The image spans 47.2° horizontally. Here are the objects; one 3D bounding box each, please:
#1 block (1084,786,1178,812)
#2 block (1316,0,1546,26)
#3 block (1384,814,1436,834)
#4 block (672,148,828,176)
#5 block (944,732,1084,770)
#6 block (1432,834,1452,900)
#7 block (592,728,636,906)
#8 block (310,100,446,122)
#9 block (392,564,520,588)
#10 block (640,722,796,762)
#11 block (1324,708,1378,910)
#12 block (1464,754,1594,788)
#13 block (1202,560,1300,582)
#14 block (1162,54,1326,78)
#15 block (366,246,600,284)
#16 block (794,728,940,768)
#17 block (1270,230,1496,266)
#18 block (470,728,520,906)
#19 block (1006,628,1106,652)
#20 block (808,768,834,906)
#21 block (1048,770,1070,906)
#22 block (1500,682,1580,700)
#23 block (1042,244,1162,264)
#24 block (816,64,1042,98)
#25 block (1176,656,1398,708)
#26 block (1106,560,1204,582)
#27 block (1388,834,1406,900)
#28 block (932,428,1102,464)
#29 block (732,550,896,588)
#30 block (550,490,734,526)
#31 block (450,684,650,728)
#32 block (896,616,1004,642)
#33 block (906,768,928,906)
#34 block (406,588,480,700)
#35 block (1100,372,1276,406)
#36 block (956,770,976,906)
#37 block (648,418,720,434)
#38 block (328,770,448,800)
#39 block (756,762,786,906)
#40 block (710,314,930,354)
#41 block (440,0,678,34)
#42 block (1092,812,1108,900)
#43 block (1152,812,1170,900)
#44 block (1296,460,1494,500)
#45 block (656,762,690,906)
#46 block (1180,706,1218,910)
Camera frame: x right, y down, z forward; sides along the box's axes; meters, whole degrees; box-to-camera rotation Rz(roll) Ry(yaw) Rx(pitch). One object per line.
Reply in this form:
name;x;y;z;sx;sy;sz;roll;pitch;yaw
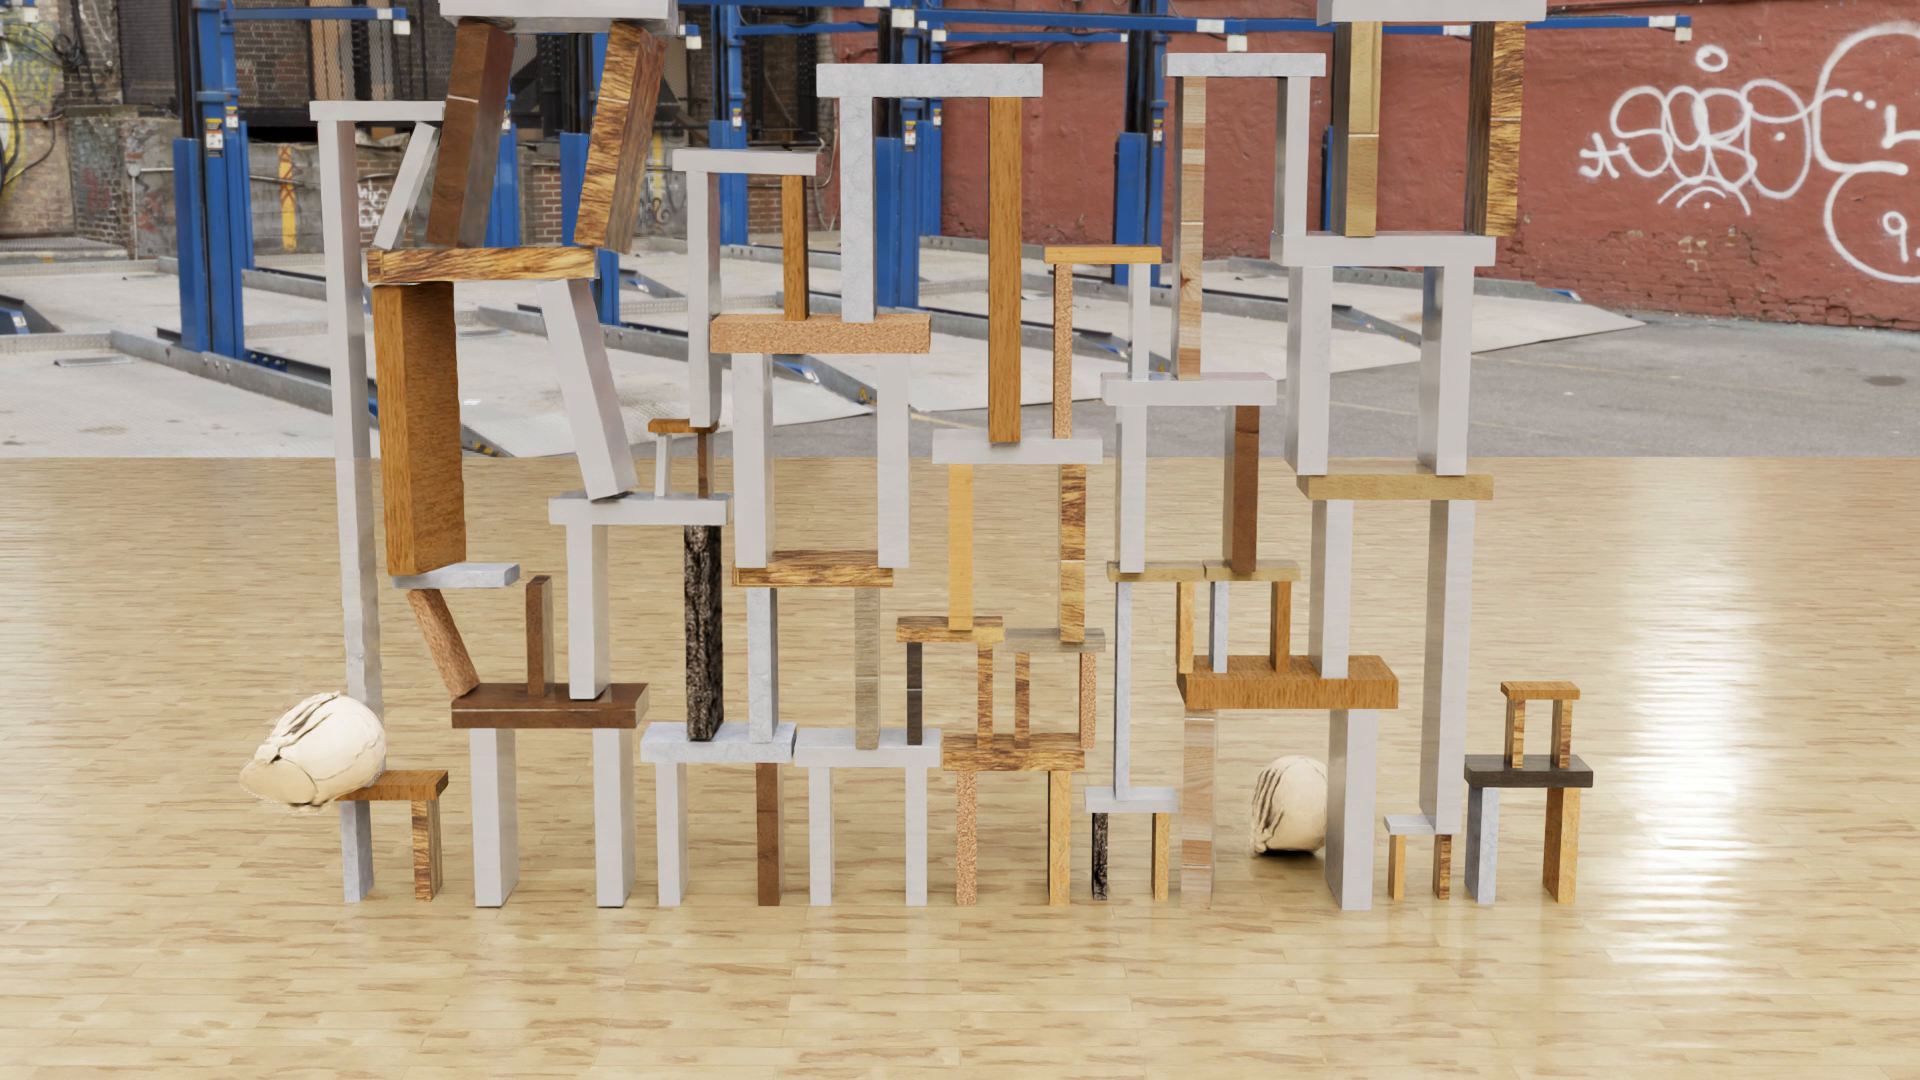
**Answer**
block;0.283;0.430;3.643;0.151;0.021;0.076;0;11;0
block;0.725;-0.822;3.400;0.322;0.046;0.161;0;11;1
block;0.764;0.472;3.644;0.113;0.016;0.056;0;11;0
block;-0.327;-0.594;3.456;0.225;0.032;0.113;3;11;6
block;0.087;0.348;3.624;0.230;0.033;0.115;0;11;0
block;0.801;0.535;3.656;0.016;0.112;0.056;0;11;0
block;-0.572;0.440;3.646;0.042;0.298;0.149;0;8;0
block;-0.912;-0.674;3.454;0.205;0.029;0.103;-3;10;-14
block;-0.821;0.058;3.588;0.186;0.026;0.093;0;8;5
block;-0.396;0.333;3.623;0.244;0.035;0.122;0;11;0
block;0.647;0.422;3.644;0.048;0.339;0.170;0;11;0
block;0.933;0.381;3.632;0.198;0.028;0.099;0;11;0
block;0.472;0.049;3.574;0.151;0.021;0.076;0;11;0
block;0.439;-0.737;3.420;0.241;0.034;0.121;0;11;1
block;-0.760;-0.440;3.530;0.348;0.049;0.174;-2;6;-6
block;-0.150;0.342;3.624;0.236;0.033;0.118;0;11;0
block;0.664;-0.461;3.474;0.327;0.046;0.163;0;11;1
block;-0.771;0.440;3.646;0.042;0.298;0.149;0;9;0
block;0.155;0.163;3.587;0.161;0.023;0.081;0;11;0
block;-0.229;0.474;3.649;0.033;0.236;0.118;0;11;0
block;0.164;0.477;3.648;0.033;0.230;0.115;0;11;0
block;0.951;0.246;3.605;0.115;0.016;0.058;0;11;0
block;0.223;-0.452;3.475;0.182;0.026;0.091;0;11;0
block;-0.046;-0.716;3.432;0.344;0.049;0.172;0;11;0
block;0.533;0.232;3.607;0.339;0.048;0.170;0;11;0
block;0.316;0.050;3.569;0.151;0.021;0.076;0;11;0
block;0.726;0.535;3.656;0.016;0.113;0.056;0;11;0
block;0.091;-0.151;3.537;0.268;0.038;0.134;0;11;0
block;-0.236;0.046;3.567;0.257;0.036;0.128;0;11;0
block;-0.513;-0.052;3.582;0.284;0.040;0.142;1;7;2
block;-0.671;0.272;3.621;0.298;0.042;0.149;0;8;0
block;-0.016;0.145;3.583;0.172;0.024;0.086;0;11;0
block;-0.072;0.474;3.649;0.033;0.236;0.118;0;11;0
block;-0.848;0.162;3.610;0.026;0.186;0.093;-21;8;4
block;0.363;-0.242;3.516;0.267;0.038;0.134;0;11;-1
block;0.011;0.477;3.648;0.033;0.230;0.115;0;11;0
block;-0.446;-0.184;3.550;0.105;0.015;0.053;2;11;6
block;-0.944;0.405;3.637;0.176;0.025;0.088;0;11;0
block;-0.314;0.470;3.648;0.035;0.244;0.122;0;10;0
block;-0.218;-0.329;3.498;0.339;0.048;0.170;0;11;0
block;-0.627;-0.837;3.467;0.347;0.049;0.174;0;5;-2
block;0.232;0.515;3.659;0.021;0.151;0.076;0;11;0
block;0.333;0.515;3.659;0.021;0.151;0.076;0;11;0
block;0.697;-0.097;3.543;0.291;0.041;0.145;0;11;1
block;-0.477;0.470;3.649;0.035;0.244;0.122;0;11;0
block;0.399;0.421;3.649;0.048;0.339;0.170;2;11;9
